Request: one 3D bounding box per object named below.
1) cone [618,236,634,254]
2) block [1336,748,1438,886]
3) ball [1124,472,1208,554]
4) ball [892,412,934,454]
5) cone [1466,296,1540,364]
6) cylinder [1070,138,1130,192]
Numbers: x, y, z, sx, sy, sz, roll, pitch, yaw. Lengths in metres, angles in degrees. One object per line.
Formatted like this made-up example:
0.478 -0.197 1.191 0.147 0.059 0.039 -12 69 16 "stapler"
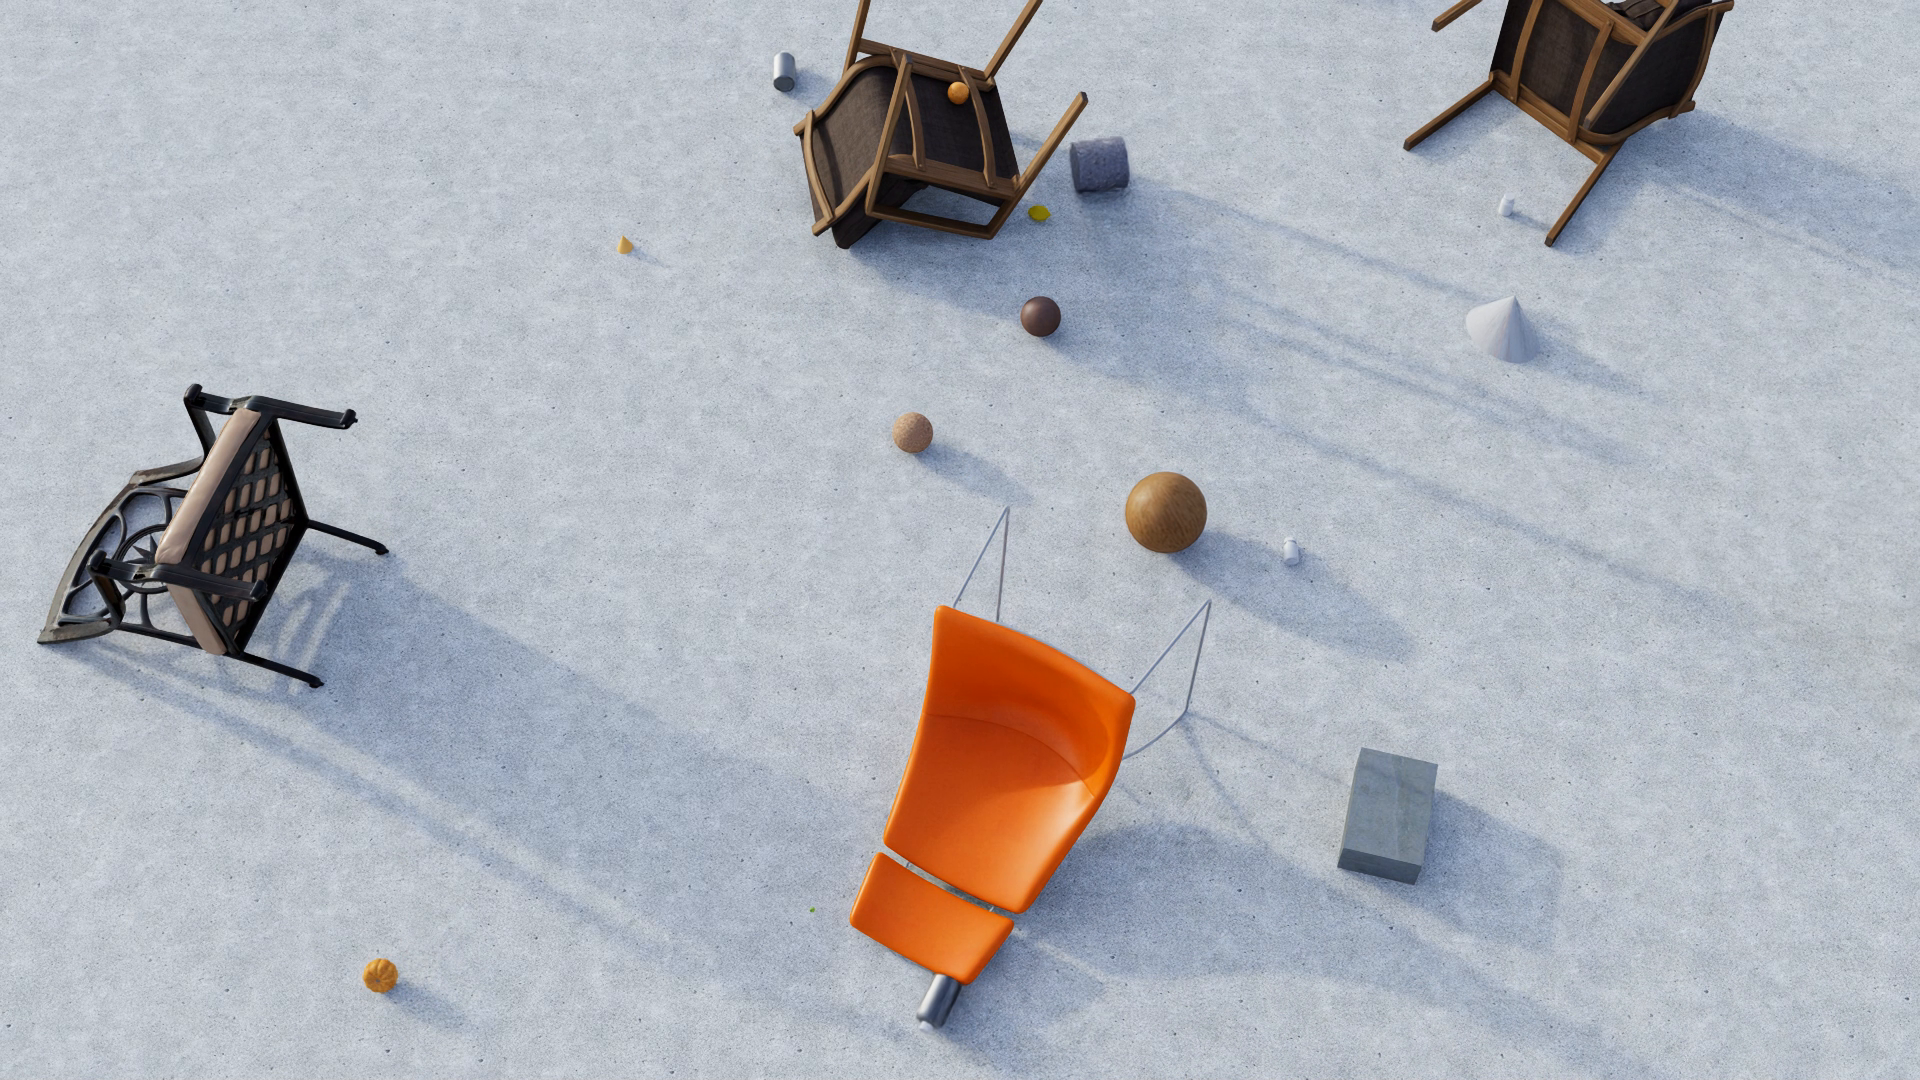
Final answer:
-1.099 -0.977 7.192 0.051 0.062 0.057 21 59 13 "cone"
1.167 0.752 5.997 0.212 0.121 0.315 12 57 8 "block"
0.607 -0.081 6.482 0.242 0.242 0.242 0 56 0 "ball"
-0.144 -0.328 6.718 0.126 0.126 0.126 0 56 0 "ball"
1.731 -0.710 6.937 0.194 0.189 0.264 -33 62 -20 "cone"
0.464 -1.245 7.307 0.164 0.171 0.162 -8 79 -5 "cylinder"
